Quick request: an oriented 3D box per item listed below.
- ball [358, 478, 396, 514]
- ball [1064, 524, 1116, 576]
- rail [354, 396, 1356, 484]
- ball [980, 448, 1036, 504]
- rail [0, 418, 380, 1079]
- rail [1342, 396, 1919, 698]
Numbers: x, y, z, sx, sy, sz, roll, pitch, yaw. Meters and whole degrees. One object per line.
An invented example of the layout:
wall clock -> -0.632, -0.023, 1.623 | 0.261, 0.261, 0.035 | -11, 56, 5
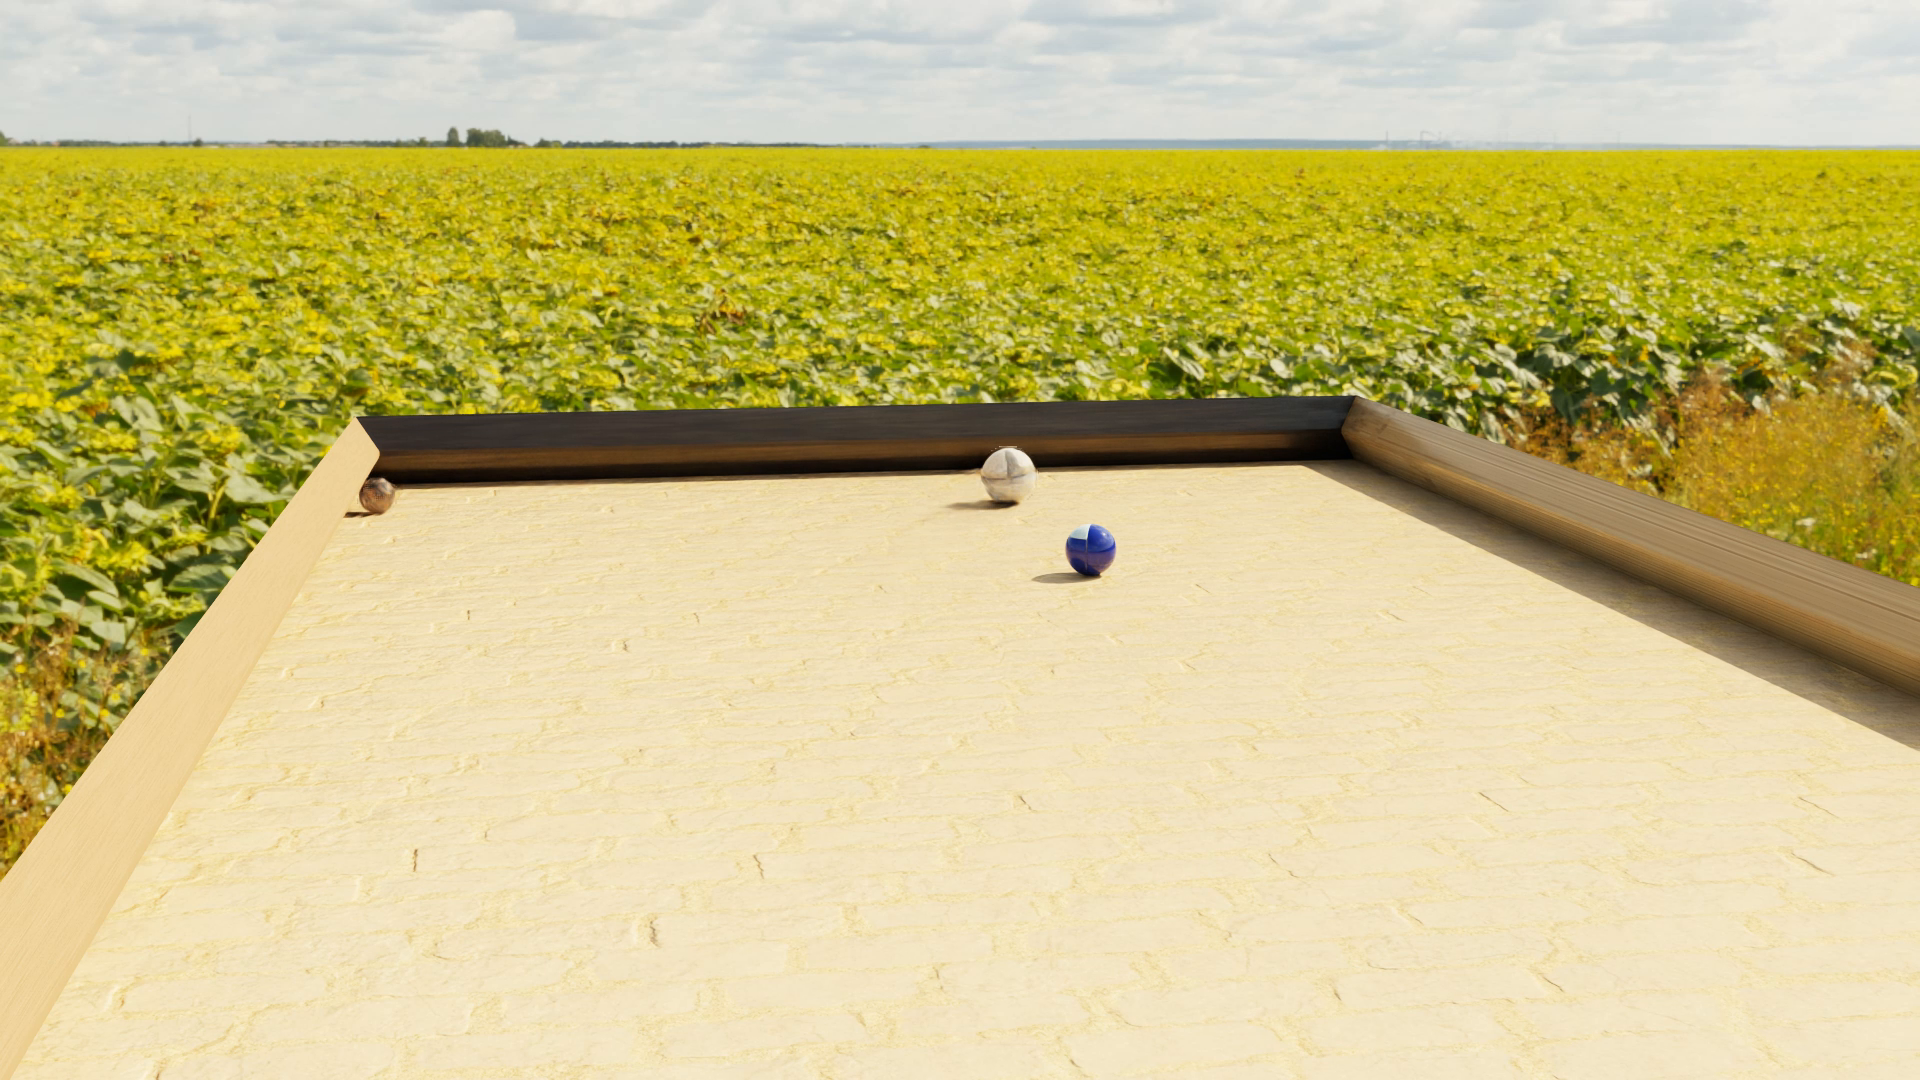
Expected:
ball -> -0.970, -0.074, 3.658 | 0.060, 0.060, 0.060 | 0, 11, 0
ball -> 0.187, 0.014, 3.148 | 0.075, 0.075, 0.075 | 0, 11, 0
rail -> -0.155, -0.185, 4.073 | 1.876, 0.123, 0.045 | -2, 11, -10
ball -> 0.083, -0.109, 3.751 | 0.094, 0.094, 0.094 | 0, 11, 0
rail -> -0.743, 0.178, 2.134 | 0.045, 0.123, 3.736 | -2, 11, -10
rail -> 1.060, 0.121, 2.439 | 0.045, 0.123, 3.736 | -2, 11, -10
